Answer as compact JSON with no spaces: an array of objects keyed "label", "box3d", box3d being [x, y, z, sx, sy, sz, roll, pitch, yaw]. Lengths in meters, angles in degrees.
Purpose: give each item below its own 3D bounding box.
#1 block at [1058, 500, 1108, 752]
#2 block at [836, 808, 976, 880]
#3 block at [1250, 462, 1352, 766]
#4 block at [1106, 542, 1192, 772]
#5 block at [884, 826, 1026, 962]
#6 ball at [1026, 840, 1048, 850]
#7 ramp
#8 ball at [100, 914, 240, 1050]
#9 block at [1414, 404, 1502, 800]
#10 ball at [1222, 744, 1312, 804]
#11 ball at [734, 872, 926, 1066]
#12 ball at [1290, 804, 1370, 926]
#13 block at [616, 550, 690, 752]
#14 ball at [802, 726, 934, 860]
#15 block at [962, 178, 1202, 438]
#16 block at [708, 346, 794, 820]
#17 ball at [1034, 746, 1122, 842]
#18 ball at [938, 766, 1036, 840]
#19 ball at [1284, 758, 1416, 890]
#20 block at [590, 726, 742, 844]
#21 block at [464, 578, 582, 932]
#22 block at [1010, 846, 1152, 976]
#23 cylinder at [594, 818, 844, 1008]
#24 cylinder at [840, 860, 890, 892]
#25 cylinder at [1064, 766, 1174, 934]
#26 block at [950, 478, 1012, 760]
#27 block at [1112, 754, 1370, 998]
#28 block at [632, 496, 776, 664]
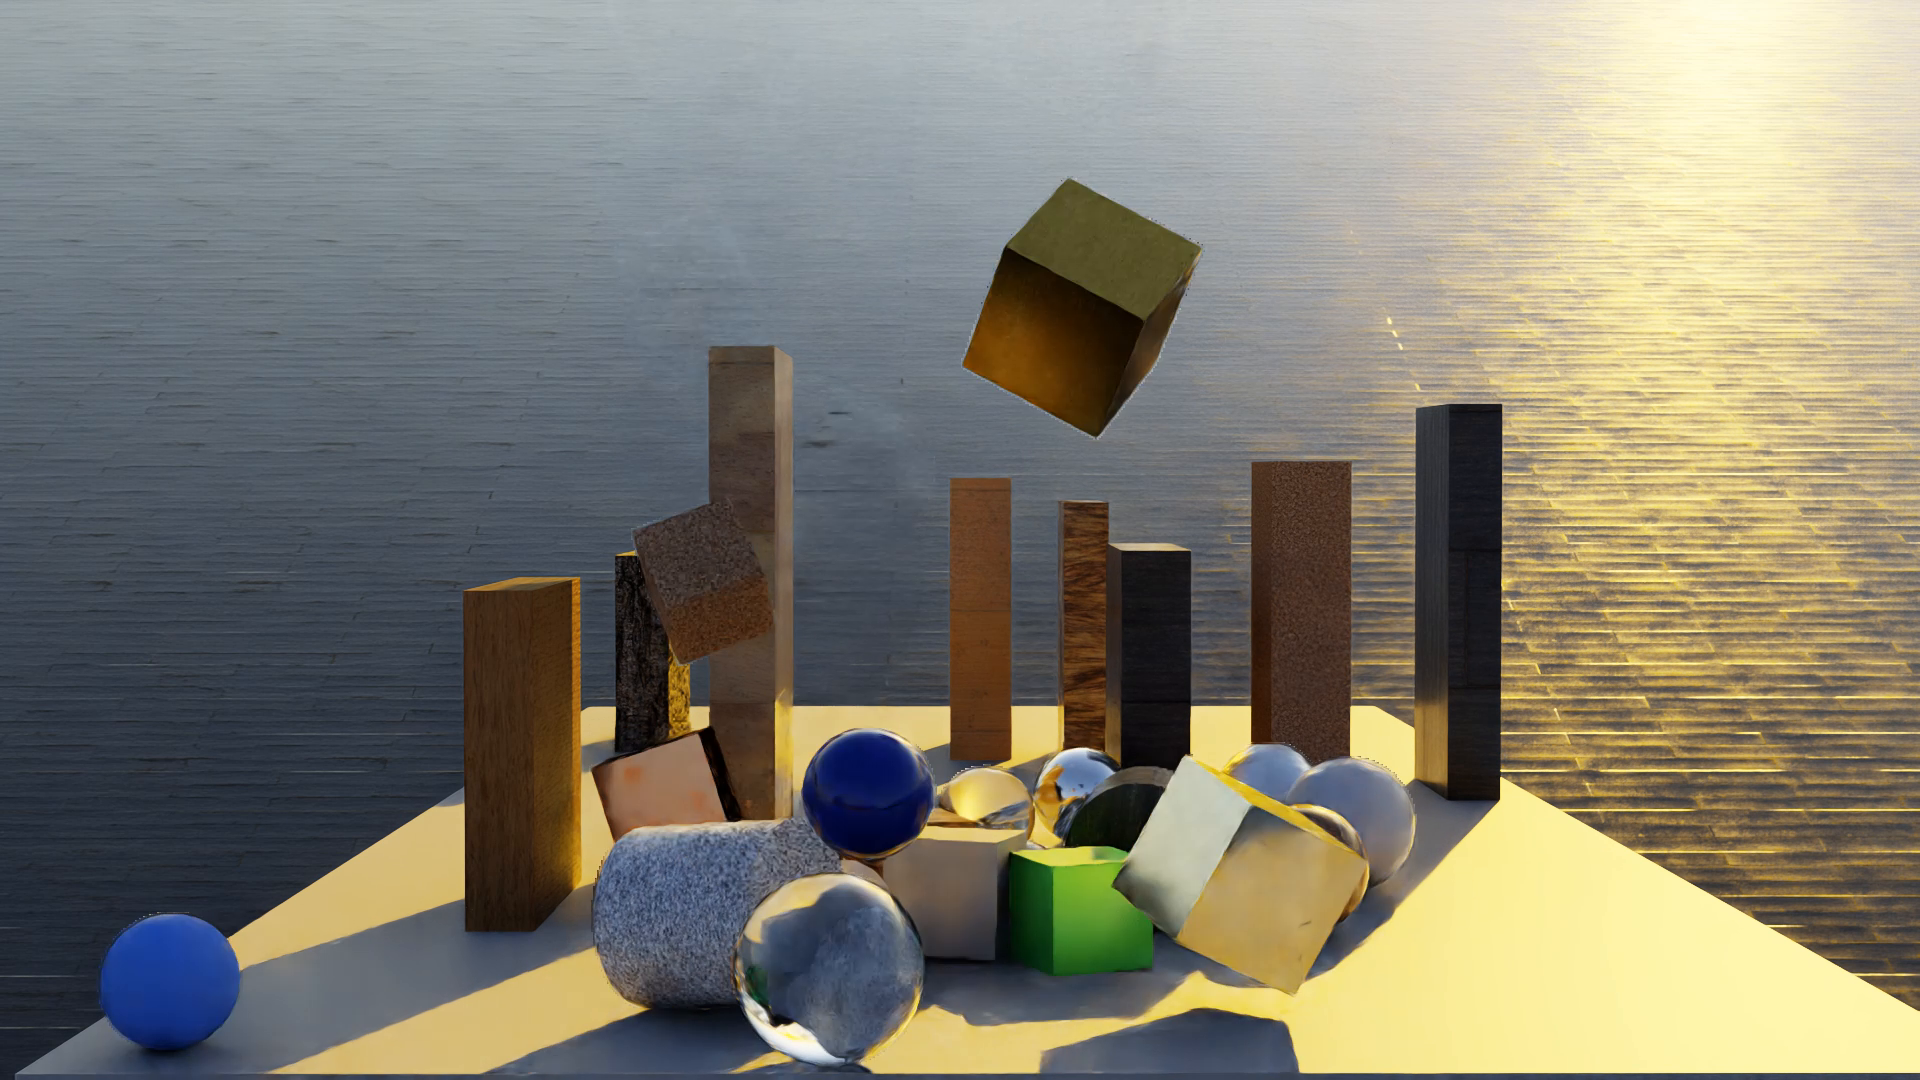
[{"label":"block","box3d":[0.254,0.188,5.364,0.089,0.535,0.331,0,2,0]},{"label":"block","box3d":[-0.076,0.433,3.364,0.148,0.148,0.148,1,1,-20]},{"label":"block","box3d":[0.557,0.179,4.235,0.126,0.614,0.282,0,2,0]},{"label":"block","box3d":[0.304,0.248,4.212,0.108,0.475,0.417,0,2,0]},{"label":"block","box3d":[-0.005,0.436,3.200,0.143,0.143,0.143,1,-1,16]},{"label":"ball","box3d":[0.078,0.449,3.335,0.122,0.122,0.122,0,26,0]},{"label":"ramp","box3d":[0.058,0.527,4.564,2.000,0.100,4.000,0,2,0]},{"label":"ball","box3d":[-0.819,0.458,2.674,0.140,0.140,0.140,0,26,0]},{"label":"block","box3d":[0.934,0.109,4.848,0.096,0.720,0.339,0,2,0]},{"label":"ball","box3d":[0.476,0.395,3.976,0.164,0.164,0.164,0,26,0]},{"label":"ball","box3d":[-0.132,0.432,2.602,0.194,0.194,0.194,0,26,0]},{"label":"ball","box3d":[0.447,0.426,3.347,0.166,0.166,0.166,0,26,0]},{"label":"block","box3d":[-0.676,0.237,5.698,0.113,0.420,0.434,0,2,0]},{"label":"ball","box3d":[-0.086,0.238,2.418,0.124,0.124,0.124,0,26,0]},{"label":"block","box3d":[0.132,-0.251,2.782,0.167,0.167,0.167,29,42,9]},{"label":"block","box3d":[-0.322,0.100,4.022,0.097,0.784,0.425,0,2,0]},{"label":"ball","box3d":[0.188,0.393,3.967,0.150,0.150,0.150,0,26,0]},{"label":"ball","box3d":[0.040,0.420,3.919,0.149,0.149,0.149,0,26,0]},{"label":"ball","box3d":[0.552,0.405,3.673,0.190,0.190,0.190,0,26,0]},{"label":"block","box3d":[-0.420,0.376,3.735,0.162,0.162,0.162,-18,0,1]},{"label":"block","box3d":[-0.599,0.282,3.559,0.091,0.444,0.418,0,2,0]},{"label":"block","box3d":[0.146,0.449,3.133,0.131,0.131,0.131,-1,2,-22]},{"label":"cylinder","box3d":[-0.261,0.412,2.837,0.202,0.202,0.202,-7,20,29]},{"label":"cylinder","box3d":[-0.148,0.436,3.013,0.122,0.122,0.122,-6,-8,-13]},{"label":"cylinder","box3d":[0.244,0.409,3.425,0.196,0.196,0.196,3,2,7]},{"label":"block","box3d":[0.043,0.160,5.516,0.127,0.584,0.345,0,2,0]},{"label":"block","box3d":[0.311,0.373,2.878,0.171,0.171,0.171,28,3,-24]},{"label":"block","box3d":[-0.286,0.046,2.888,0.114,0.114,0.114,-21,57,-11]}]
